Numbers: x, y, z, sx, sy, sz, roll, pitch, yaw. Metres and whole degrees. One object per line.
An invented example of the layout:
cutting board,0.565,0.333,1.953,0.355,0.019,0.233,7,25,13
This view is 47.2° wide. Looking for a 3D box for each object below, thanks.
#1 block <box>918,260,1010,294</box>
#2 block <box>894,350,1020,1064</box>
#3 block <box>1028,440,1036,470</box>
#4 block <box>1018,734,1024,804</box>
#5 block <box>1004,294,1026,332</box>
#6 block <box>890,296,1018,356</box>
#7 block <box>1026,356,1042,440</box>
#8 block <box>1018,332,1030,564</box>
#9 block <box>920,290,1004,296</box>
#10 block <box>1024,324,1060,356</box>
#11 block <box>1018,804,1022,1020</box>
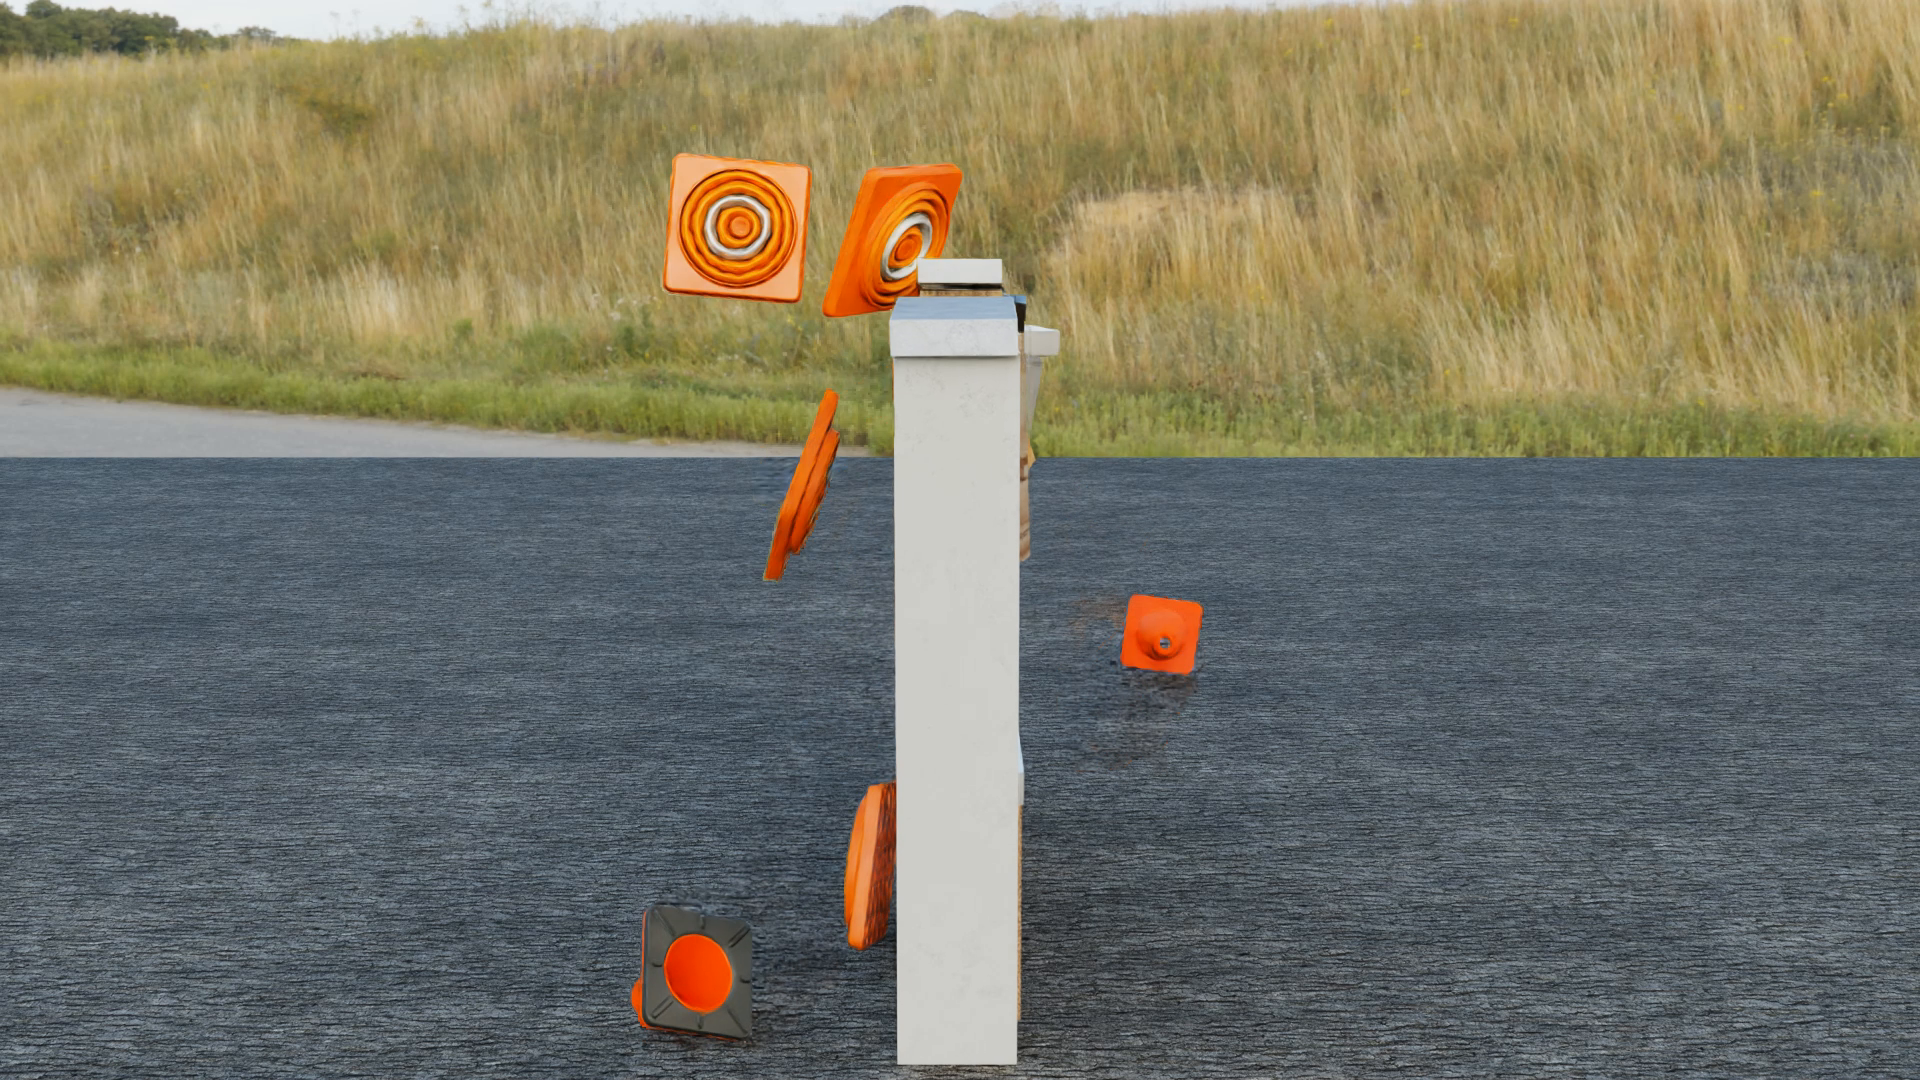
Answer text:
block,0.008,-0.406,3.446,0.126,0.036,0.253,1,0,4
block,-0.004,0.234,2.931,0.162,0.970,0.046,0,10,0
block,0.032,-0.191,3.195,0.102,0.204,0.029,7,44,32
block,0.005,0.316,3.215,0.165,0.047,0.329,0,11,0
block,0.027,-0.161,3.534,0.126,0.490,0.036,3,28,-1
block,-0.007,-0.288,2.945,0.162,0.046,0.325,0,11,0
block,0.047,-0.195,3.753,0.143,0.285,0.040,2,40,-10
block,0.011,-0.133,3.119,0.162,0.325,0.046,4,16,22
block,0.002,-0.258,3.381,0.126,0.253,0.036,0,10,0
block,0.040,-0.347,3.724,0.143,0.040,0.285,-2,11,-24
block,0.004,0.521,3.141,0.165,0.329,0.047,0,11,0
